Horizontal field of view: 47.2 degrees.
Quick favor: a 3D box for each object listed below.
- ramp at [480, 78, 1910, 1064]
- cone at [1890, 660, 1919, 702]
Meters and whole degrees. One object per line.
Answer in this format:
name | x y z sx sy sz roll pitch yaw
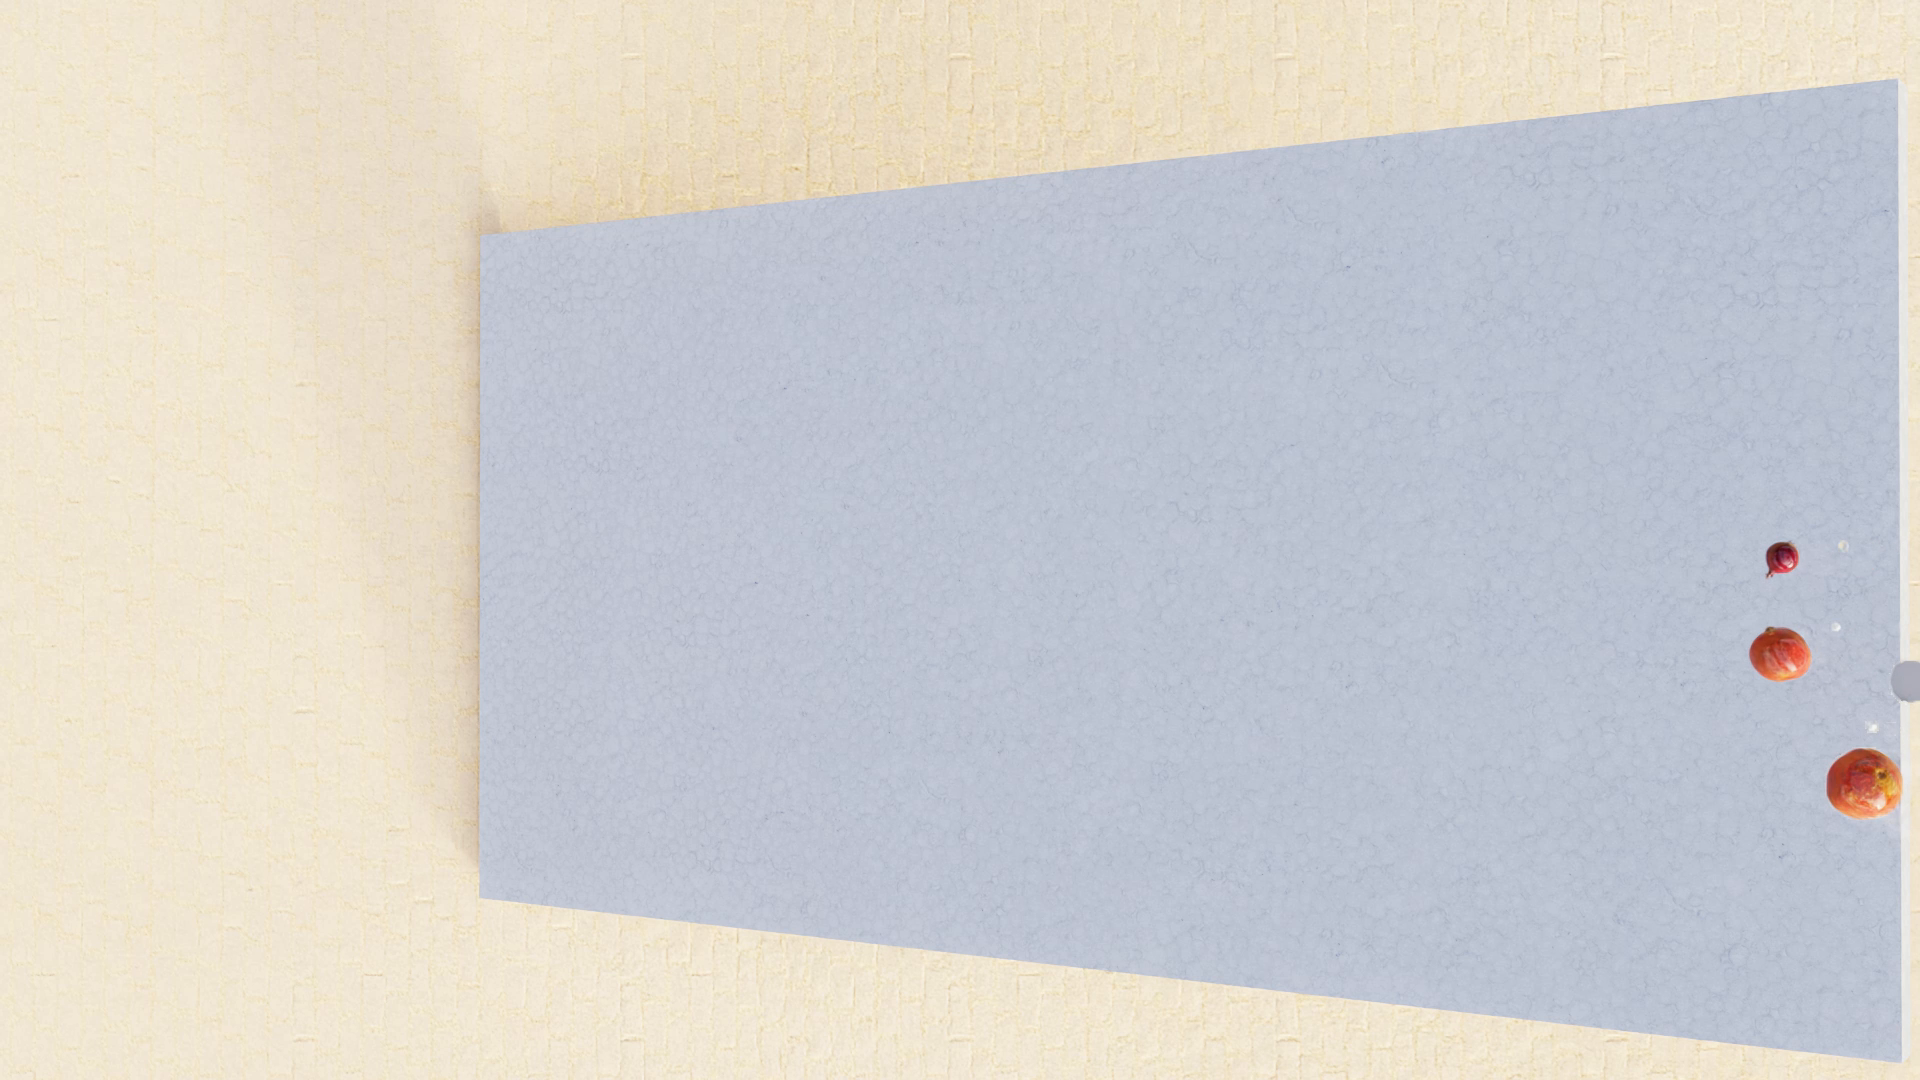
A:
ramp | 0.257 0.071 5.592 4.000 0.100 2.000 0 89 33
cone | 1.700 0.251 3.887 0.074 0.074 0.074 6 89 -37
